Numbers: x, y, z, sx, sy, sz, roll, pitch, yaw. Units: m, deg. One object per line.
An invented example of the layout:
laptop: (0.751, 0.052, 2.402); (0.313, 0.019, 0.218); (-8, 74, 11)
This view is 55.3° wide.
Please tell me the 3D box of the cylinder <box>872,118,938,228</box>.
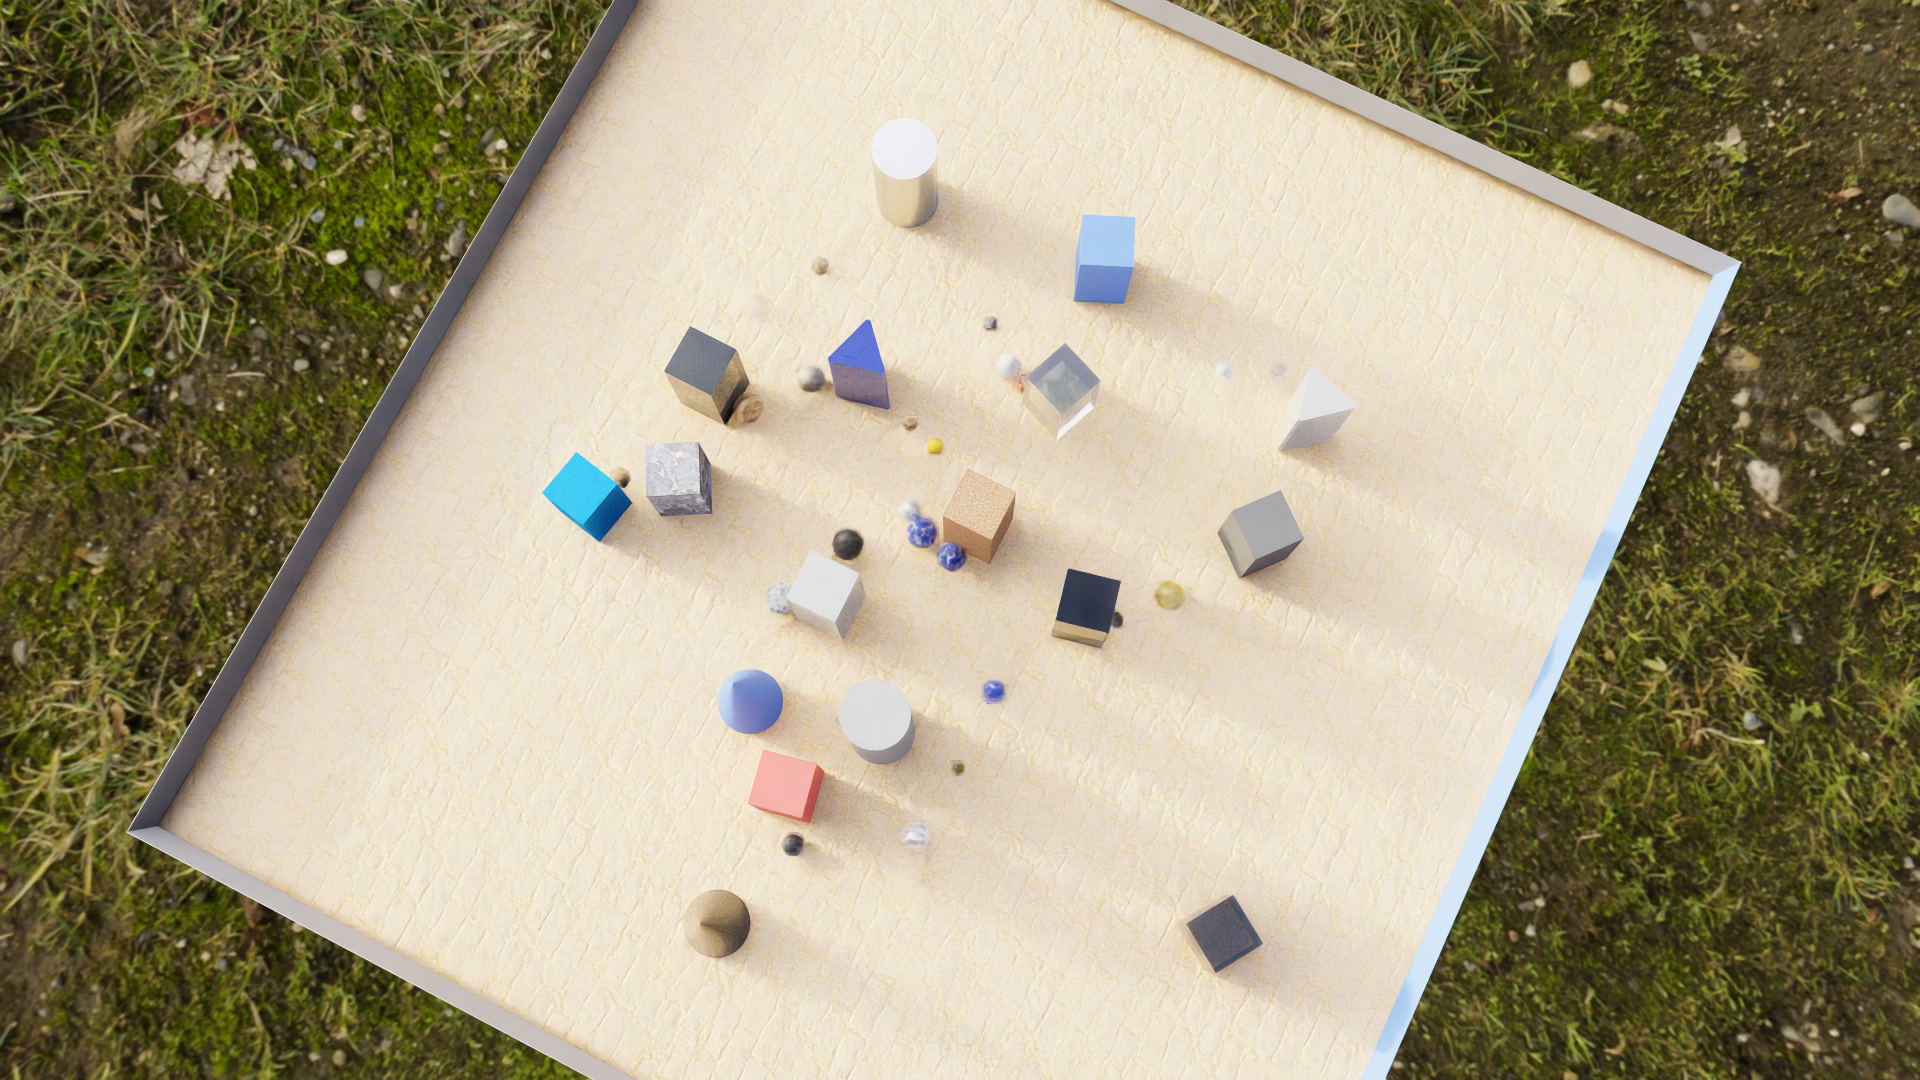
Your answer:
cylinder: (-0.166, -1.127, 5.651); (0.197, 0.389, 0.197); (0, 78, 0)

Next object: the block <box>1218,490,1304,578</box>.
block: (0.893, -0.013, 5.463); (0.158, 0.307, 0.158); (-23, 79, -5)

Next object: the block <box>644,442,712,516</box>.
block: (-0.845, -0.182, 5.515); (0.158, 0.273, 0.158); (-3, 78, -1)

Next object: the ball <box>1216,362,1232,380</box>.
ball: (0.821, -0.526, 5.698); (0.053, 0.053, 0.053); (0, 78, 0)

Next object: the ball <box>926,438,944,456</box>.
ball: (-0.077, -0.288, 5.650); (0.052, 0.052, 0.052); (0, 78, 0)

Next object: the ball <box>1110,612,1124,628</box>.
ball: (0.472, 0.243, 5.539); (0.048, 0.048, 0.048); (0, 78, 0)

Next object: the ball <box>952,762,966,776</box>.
ball: (-0.005, 0.681, 5.455); (0.041, 0.041, 0.041); (0, 78, 0)

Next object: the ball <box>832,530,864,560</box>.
ball: (-0.342, 0.014, 5.565); (0.095, 0.095, 0.095); (0, 78, 0)

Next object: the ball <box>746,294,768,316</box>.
ball: (-0.637, -0.733, 5.734); (0.068, 0.068, 0.068); (0, 78, 0)

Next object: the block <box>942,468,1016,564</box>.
block: (0.056, -0.067, 5.443); (0.158, 0.366, 0.158); (26, 80, 5)

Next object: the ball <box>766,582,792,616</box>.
ball: (-0.535, 0.177, 5.518); (0.099, 0.099, 0.099); (0, 78, 0)

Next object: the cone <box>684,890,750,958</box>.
cone: (-0.714, 1.090, 5.204); (0.197, 0.365, 0.197); (0, 78, 0)

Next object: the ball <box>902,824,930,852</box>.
ball: (-0.130, 0.876, 5.391); (0.086, 0.086, 0.086); (0, 78, 0)

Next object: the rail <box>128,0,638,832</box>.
rail: (-1.563, -0.759, 5.707); (0.045, 0.128, 3.719); (26, 80, 5)

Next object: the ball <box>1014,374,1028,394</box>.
ball: (0.201, -0.483, 5.686); (0.060, 0.060, 0.060); (0, 78, 0)

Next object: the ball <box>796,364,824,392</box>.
ball: (-0.462, -0.500, 5.676); (0.087, 0.087, 0.087); (0, 78, 0)

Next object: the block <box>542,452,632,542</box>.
block: (-1.119, -0.127, 5.514); (0.158, 0.253, 0.158); (37, 81, 7)

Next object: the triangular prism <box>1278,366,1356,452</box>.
triangular prism: (1.050, -0.402, 5.514); (0.171, 0.363, 0.148); (-14, 79, -3)

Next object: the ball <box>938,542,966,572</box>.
ball: (-0.024, 0.052, 5.539); (0.087, 0.087, 0.087); (0, 78, 0)

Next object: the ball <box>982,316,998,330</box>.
ball: (0.093, -0.678, 5.732); (0.048, 0.048, 0.048); (0, 78, 0)

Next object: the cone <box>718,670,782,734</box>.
cone: (-0.631, 0.442, 5.300); (0.197, 0.441, 0.197); (0, 78, 0)

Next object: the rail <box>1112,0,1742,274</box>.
rail: (0.821, -1.601, 5.882); (3.543, 0.128, 0.045); (26, 80, 5)

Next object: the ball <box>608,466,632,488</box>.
ball: (-1.043, -0.190, 5.622); (0.068, 0.068, 0.068); (0, 78, 0)

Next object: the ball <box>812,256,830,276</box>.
ball: (-0.439, -0.861, 5.765); (0.059, 0.059, 0.059); (0, 78, 0)

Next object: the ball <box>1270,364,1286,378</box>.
ball: (0.992, -0.526, 5.701); (0.048, 0.048, 0.048); (0, 78, 0)

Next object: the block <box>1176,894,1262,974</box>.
block: (0.742, 1.129, 5.259); (0.158, 0.243, 0.158); (-30, 80, -6)

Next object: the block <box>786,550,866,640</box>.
block: (-0.392, 0.167, 5.402); (0.158, 0.353, 0.158); (25, 79, 5)

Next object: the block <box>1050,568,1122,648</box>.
block: (0.370, 0.205, 5.420); (0.158, 0.302, 0.158); (14, 79, 3)

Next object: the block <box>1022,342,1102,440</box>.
block: (0.306, -0.448, 5.562); (0.158, 0.289, 0.158); (-41, 81, -8)

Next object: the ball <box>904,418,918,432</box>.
ball: (-0.154, -0.357, 5.669); (0.041, 0.041, 0.041); (0, 78, 0)

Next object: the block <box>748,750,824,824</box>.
block: (-0.501, 0.717, 5.315); (0.158, 0.300, 0.158); (14, 79, 3)

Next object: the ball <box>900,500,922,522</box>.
ball: (-0.151, -0.090, 5.600); (0.070, 0.070, 0.070); (0, 78, 0)

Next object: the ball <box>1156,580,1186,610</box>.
ball: (0.635, 0.168, 5.535); (0.091, 0.091, 0.091); (0, 78, 0)

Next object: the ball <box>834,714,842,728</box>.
ball: (-0.356, 0.542, 5.483); (0.042, 0.042, 0.042); (0, 78, 0)

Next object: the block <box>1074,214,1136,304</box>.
block: (0.441, -0.859, 5.624); (0.158, 0.333, 0.158); (3, 78, 1)

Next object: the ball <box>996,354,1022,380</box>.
ball: (0.153, -0.536, 5.688); (0.078, 0.078, 0.078); (0, 78, 0)

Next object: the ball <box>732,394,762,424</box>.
ball: (-0.656, -0.403, 5.654); (0.089, 0.089, 0.089); (0, 78, 0)

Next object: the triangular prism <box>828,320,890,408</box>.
triangular prism: (-0.285, -0.537, 5.532); (0.171, 0.383, 0.148); (14, 79, 3)

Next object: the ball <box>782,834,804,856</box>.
ball: (-0.492, 0.899, 5.396); (0.067, 0.067, 0.067); (0, 78, 0)

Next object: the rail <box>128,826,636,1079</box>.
rail: (-0.821, 1.615, 5.216); (3.543, 0.128, 0.045); (26, 80, 5)

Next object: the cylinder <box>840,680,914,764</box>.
cylinder: (-0.234, 0.528, 5.270); (0.197, 0.465, 0.197); (0, 78, 0)

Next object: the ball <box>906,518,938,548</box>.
ball: (-0.116, -0.020, 5.573); (0.094, 0.094, 0.094); (0, 78, 0)

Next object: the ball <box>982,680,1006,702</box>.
ball: (0.102, 0.452, 5.487); (0.071, 0.071, 0.071); (0, 78, 0)

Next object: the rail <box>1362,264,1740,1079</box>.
rail: (1.563, 0.772, 5.390); (0.045, 0.128, 3.719); (26, 80, 5)

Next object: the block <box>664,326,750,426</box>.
block: (-0.762, -0.492, 5.544); (0.158, 0.341, 0.158); (27, 80, 5)
